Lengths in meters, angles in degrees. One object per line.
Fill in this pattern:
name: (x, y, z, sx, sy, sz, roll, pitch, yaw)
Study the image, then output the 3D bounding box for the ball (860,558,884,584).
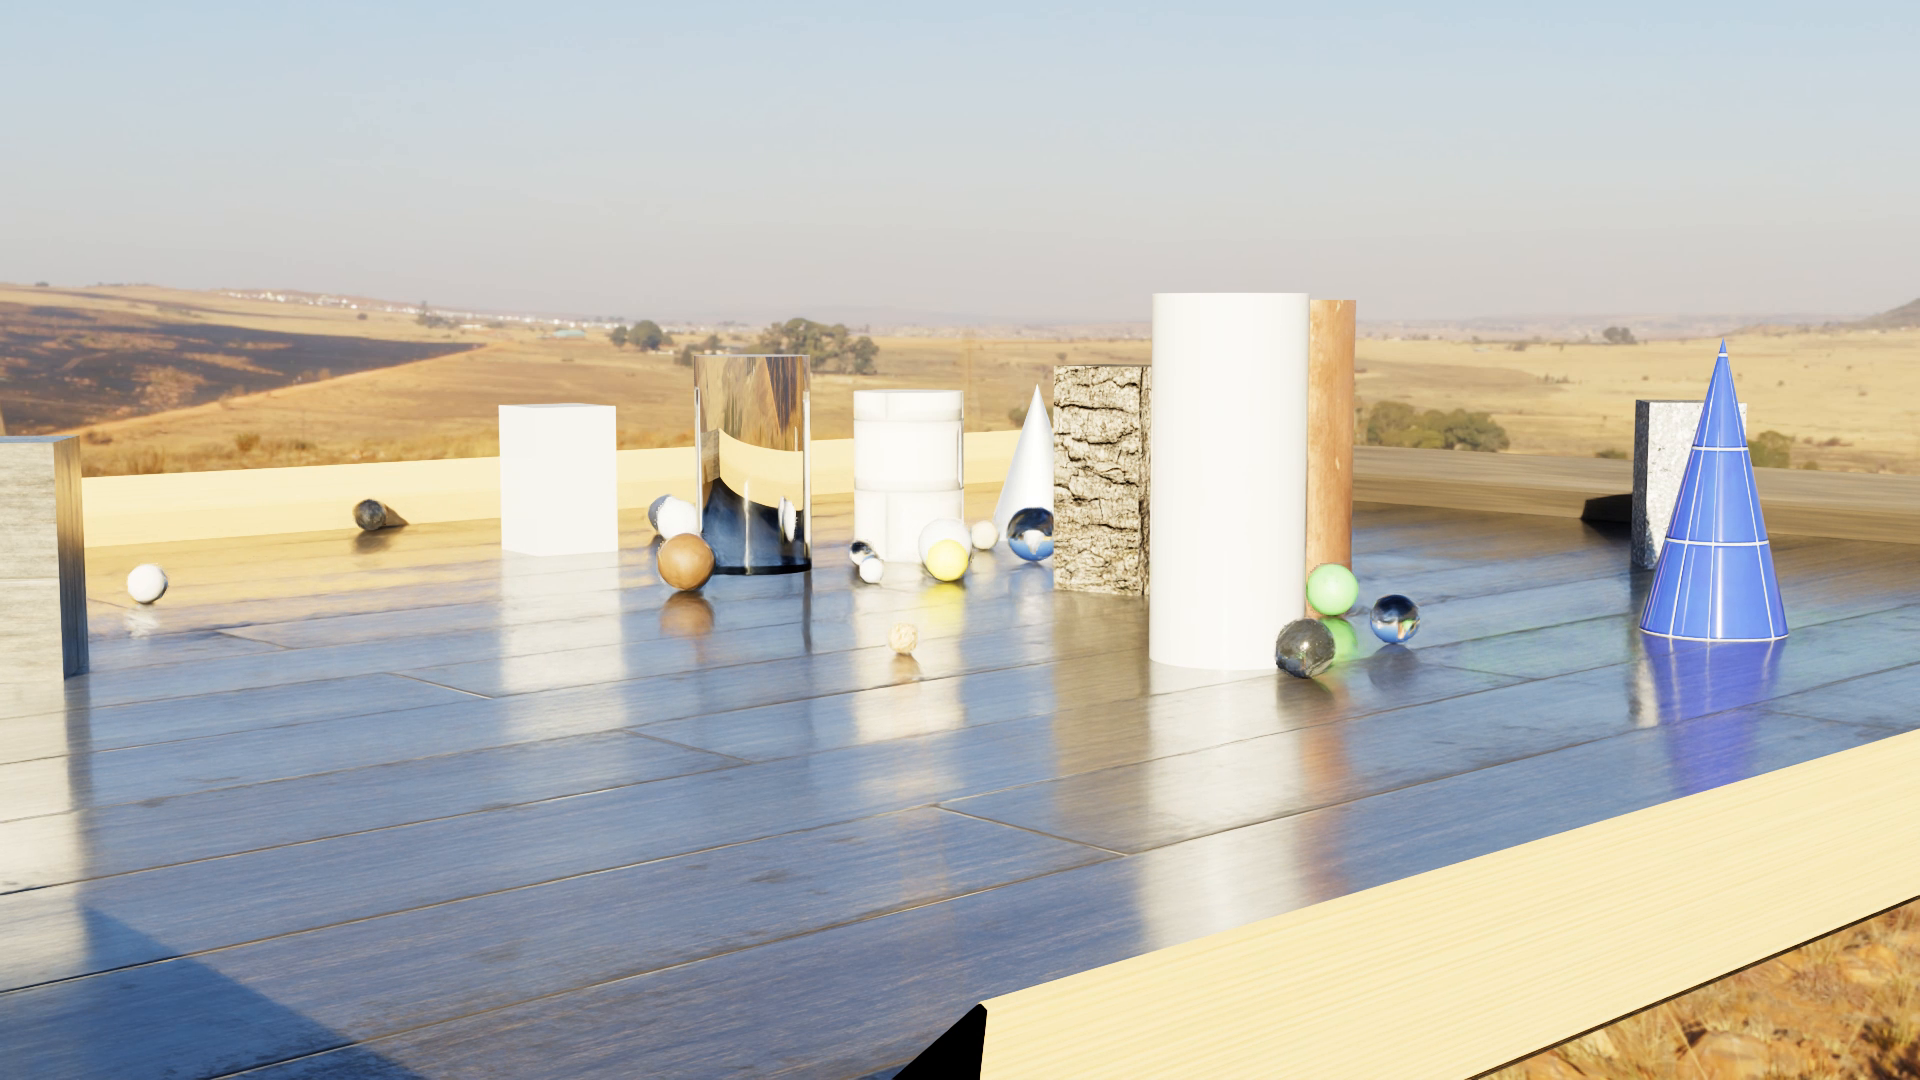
ball: (-0.144, 0.050, 3.611, 0.041, 0.041, 0.041, 0, 6, 0)

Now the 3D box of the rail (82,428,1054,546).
rail: (-1.155, -0.096, 4.577, 3.888, 0.130, 0.045, -5, 8, -42)

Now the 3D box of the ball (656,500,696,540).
ball: (-0.542, -0.036, 4.234, 0.083, 0.083, 0.083, 0, 6, 0)

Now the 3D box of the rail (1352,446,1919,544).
rail: (1.411, -0.101, 4.627, 0.045, 0.130, 3.454, -5, 8, -42)

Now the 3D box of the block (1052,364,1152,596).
block: (0.261, -0.102, 3.543, 0.160, 0.358, 0.160, 4, 7, 36)

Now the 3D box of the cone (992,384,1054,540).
cone: (0.153, -0.158, 4.350, 0.200, 0.302, 0.200, 0, 6, 0)

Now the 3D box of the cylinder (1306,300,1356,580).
cylinder: (0.557, -0.169, 3.677, 0.200, 0.463, 0.200, 0, 6, 0)

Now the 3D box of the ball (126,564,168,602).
ball: (-1.244, 0.067, 3.368, 0.059, 0.059, 0.059, 0, 6, 0)

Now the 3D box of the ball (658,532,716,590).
ball: (-0.437, 0.035, 3.516, 0.092, 0.092, 0.092, 0, 6, 0)

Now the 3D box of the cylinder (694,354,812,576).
cylinder: (-0.357, -0.134, 3.797, 0.200, 0.369, 0.200, 0, 6, 0)

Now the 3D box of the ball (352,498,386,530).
ball: (-1.203, -0.052, 4.479, 0.066, 0.066, 0.066, 0, 6, 0)

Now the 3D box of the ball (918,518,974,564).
ball: (-0.025, 0.009, 3.745, 0.095, 0.095, 0.095, 0, 6, 0)

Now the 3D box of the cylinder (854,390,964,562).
cylinder: (-0.093, -0.120, 4.001, 0.200, 0.300, 0.200, 0, 6, 0)

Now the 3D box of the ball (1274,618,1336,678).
ball: (0.421, 0.131, 2.677, 0.074, 0.074, 0.074, 0, 6, 0)

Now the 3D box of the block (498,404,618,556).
block: (-0.749, -0.116, 4.102, 0.160, 0.270, 0.160, -4, 7, -36)

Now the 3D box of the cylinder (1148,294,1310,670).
cylinder: (0.344, -0.081, 2.815, 0.200, 0.466, 0.200, 0, 6, 0)

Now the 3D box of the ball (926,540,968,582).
ball: (-0.021, 0.033, 3.633, 0.070, 0.070, 0.070, 0, 6, 0)

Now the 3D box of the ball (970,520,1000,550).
ball: (0.046, -0.008, 4.108, 0.055, 0.055, 0.055, 0, 6, 0)

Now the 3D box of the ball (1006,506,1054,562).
ball: (0.132, -0.011, 3.919, 0.100, 0.100, 0.100, 0, 6, 0)

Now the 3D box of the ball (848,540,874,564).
ball: (-0.174, 0.022, 3.876, 0.043, 0.043, 0.043, 0, 6, 0)

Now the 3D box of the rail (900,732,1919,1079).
rail: (1.155, 0.163, 2.087, 3.888, 0.130, 0.045, -5, 8, -42)

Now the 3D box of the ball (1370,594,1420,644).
ball: (0.584, 0.106, 2.952, 0.067, 0.067, 0.067, 0, 6, 0)

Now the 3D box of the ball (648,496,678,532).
ball: (-0.589, -0.052, 4.426, 0.076, 0.076, 0.076, 0, 6, 0)

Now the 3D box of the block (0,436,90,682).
block: (-1.178, 0.020, 2.708, 0.160, 0.288, 0.160, -1, 6, -11)

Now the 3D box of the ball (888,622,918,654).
ball: (-0.074, 0.128, 2.867, 0.041, 0.041, 0.041, 0, 6, 0)

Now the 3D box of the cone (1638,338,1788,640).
cone: (1.054, -0.077, 3.057, 0.200, 0.409, 0.200, 0, 6, 0)

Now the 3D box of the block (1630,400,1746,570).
block: (1.277, -0.100, 3.863, 0.160, 0.288, 0.160, 1, 6, 8)

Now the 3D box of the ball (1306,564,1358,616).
ball: (0.545, 0.073, 3.223, 0.076, 0.076, 0.076, 0, 6, 0)
